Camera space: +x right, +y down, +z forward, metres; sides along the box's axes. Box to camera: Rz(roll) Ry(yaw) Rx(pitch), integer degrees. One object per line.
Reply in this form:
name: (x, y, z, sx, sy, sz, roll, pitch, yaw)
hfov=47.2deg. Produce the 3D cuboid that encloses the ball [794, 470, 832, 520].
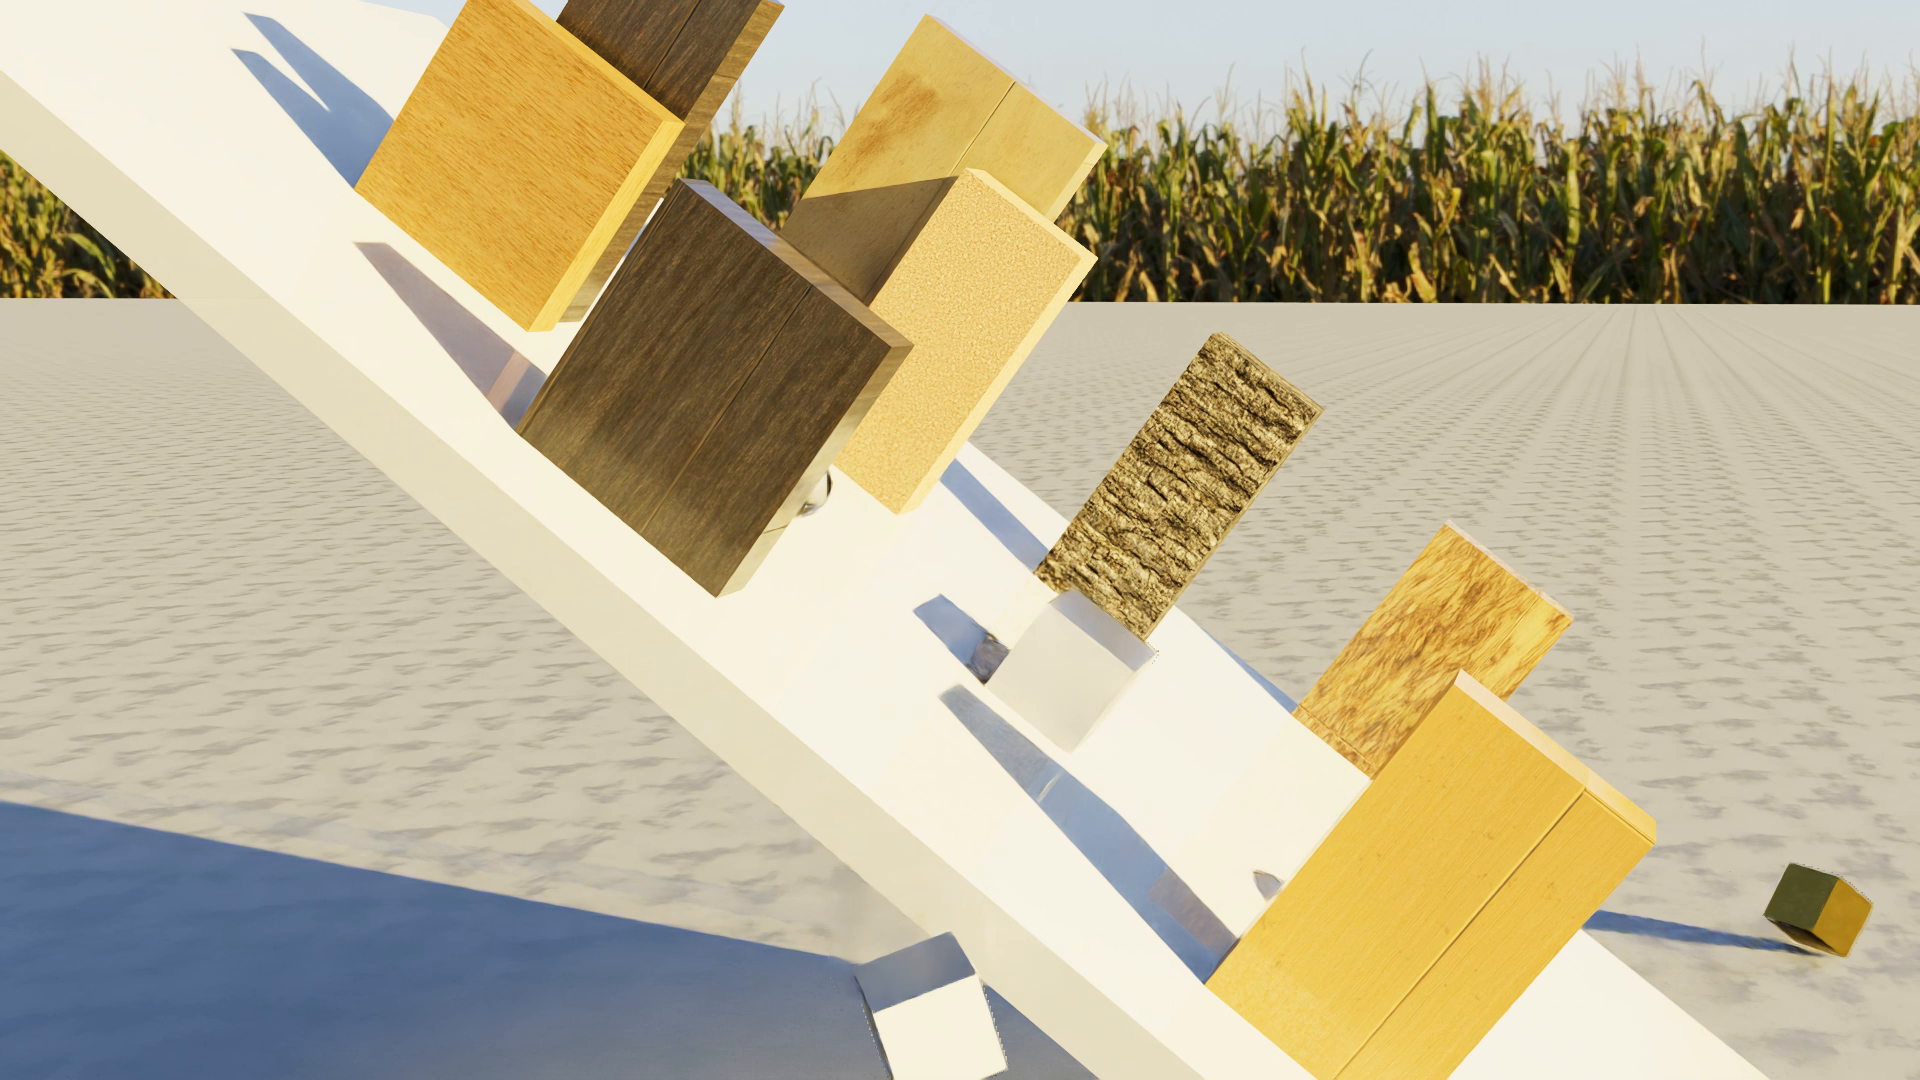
ball: (-0.283, -0.097, 3.820, 0.122, 0.122, 0.122, 0, 7, 0)

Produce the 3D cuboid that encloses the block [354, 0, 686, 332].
block: (-0.772, -0.668, 3.835, 0.418, 0.444, 0.091, 39, 16, 9)

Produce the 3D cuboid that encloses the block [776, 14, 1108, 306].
block: (-0.112, -0.589, 4.374, 0.425, 0.784, 0.097, 39, 16, 9)

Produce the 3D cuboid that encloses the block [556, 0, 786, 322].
block: (-0.634, -0.757, 3.928, 0.301, 0.689, 0.107, 39, 16, 9)

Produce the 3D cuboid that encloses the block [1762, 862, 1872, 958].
block: (2.337, 1.009, 5.993, 0.167, 0.167, 0.167, 36, -10, -27)

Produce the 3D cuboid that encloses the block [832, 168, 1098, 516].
block: (-0.037, -0.379, 4.240, 0.282, 0.614, 0.126, 39, 16, 9)

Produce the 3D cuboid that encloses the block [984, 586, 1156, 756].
block: (0.191, 0.223, 3.780, 0.186, 0.186, 0.186, 39, 16, 9)

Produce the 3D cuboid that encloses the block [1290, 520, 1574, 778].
block: (1.012, 0.270, 4.727, 0.331, 0.535, 0.089, 39, 16, 9)

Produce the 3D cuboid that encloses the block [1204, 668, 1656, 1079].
block: (0.676, 0.528, 3.184, 0.345, 0.584, 0.127, 39, 16, 9)

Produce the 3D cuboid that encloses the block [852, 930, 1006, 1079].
block: (-0.042, 0.633, 2.915, 0.143, 0.143, 0.143, -19, 17, -9)

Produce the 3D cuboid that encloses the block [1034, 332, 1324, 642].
block: (0.438, -0.096, 4.432, 0.257, 0.611, 0.121, 39, 16, 9)

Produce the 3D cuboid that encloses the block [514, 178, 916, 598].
block: (-0.378, -0.231, 3.348, 0.417, 0.475, 0.108, 39, 16, 9)

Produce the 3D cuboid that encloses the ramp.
ramp: (-0.061, 0.122, 4.068, 4.000, 0.100, 2.000, 39, 16, 9)
